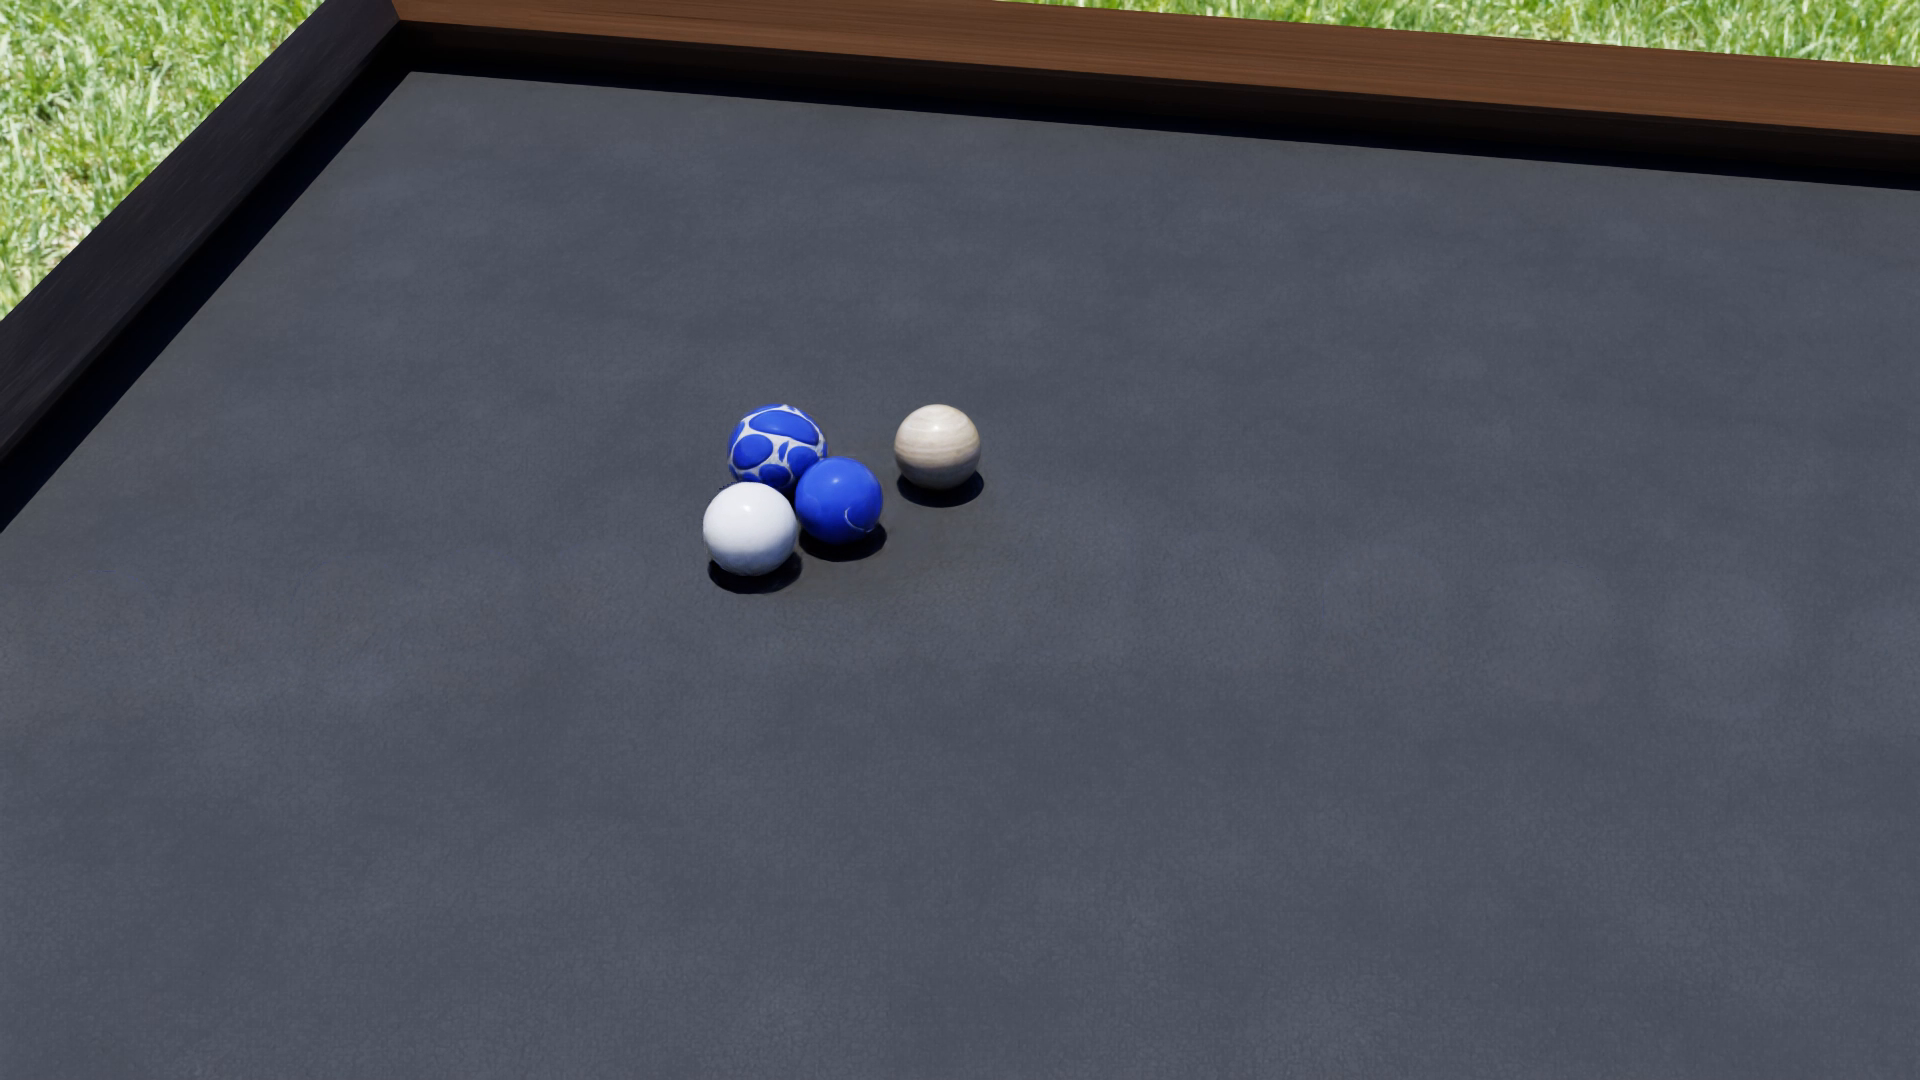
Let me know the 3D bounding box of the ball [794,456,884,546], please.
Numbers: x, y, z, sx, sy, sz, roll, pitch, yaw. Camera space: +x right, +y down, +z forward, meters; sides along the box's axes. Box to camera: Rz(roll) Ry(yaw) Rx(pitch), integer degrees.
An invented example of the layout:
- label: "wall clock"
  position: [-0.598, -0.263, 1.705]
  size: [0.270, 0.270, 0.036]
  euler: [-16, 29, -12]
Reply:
- label: "ball"
  position: [-0.096, -0.031, 2.033]
  size: [0.071, 0.071, 0.071]
  euler: [0, 34, 0]

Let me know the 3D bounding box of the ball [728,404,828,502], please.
- label: "ball"
  position: [-0.147, -0.070, 2.082]
  size: [0.080, 0.080, 0.080]
  euler: [0, 34, 0]

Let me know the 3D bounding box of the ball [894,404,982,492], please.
- label: "ball"
  position: [-0.018, -0.075, 2.097]
  size: [0.072, 0.072, 0.072]
  euler: [0, 34, 0]

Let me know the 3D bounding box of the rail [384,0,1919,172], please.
- label: "rail"
  position: [0.962, -0.407, 2.549]
  size: [3.270, 0.112, 0.045]
  euler: [6, 35, 9]

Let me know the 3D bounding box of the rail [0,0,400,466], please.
- label: "rail"
  position: [-0.780, -0.098, 2.094]
  size: [0.045, 0.112, 1.768]
  euler: [6, 35, 9]

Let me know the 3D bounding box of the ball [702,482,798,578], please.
- label: "ball"
  position: [-0.163, -0.008, 1.996]
  size: [0.074, 0.074, 0.074]
  euler: [0, 34, 0]
